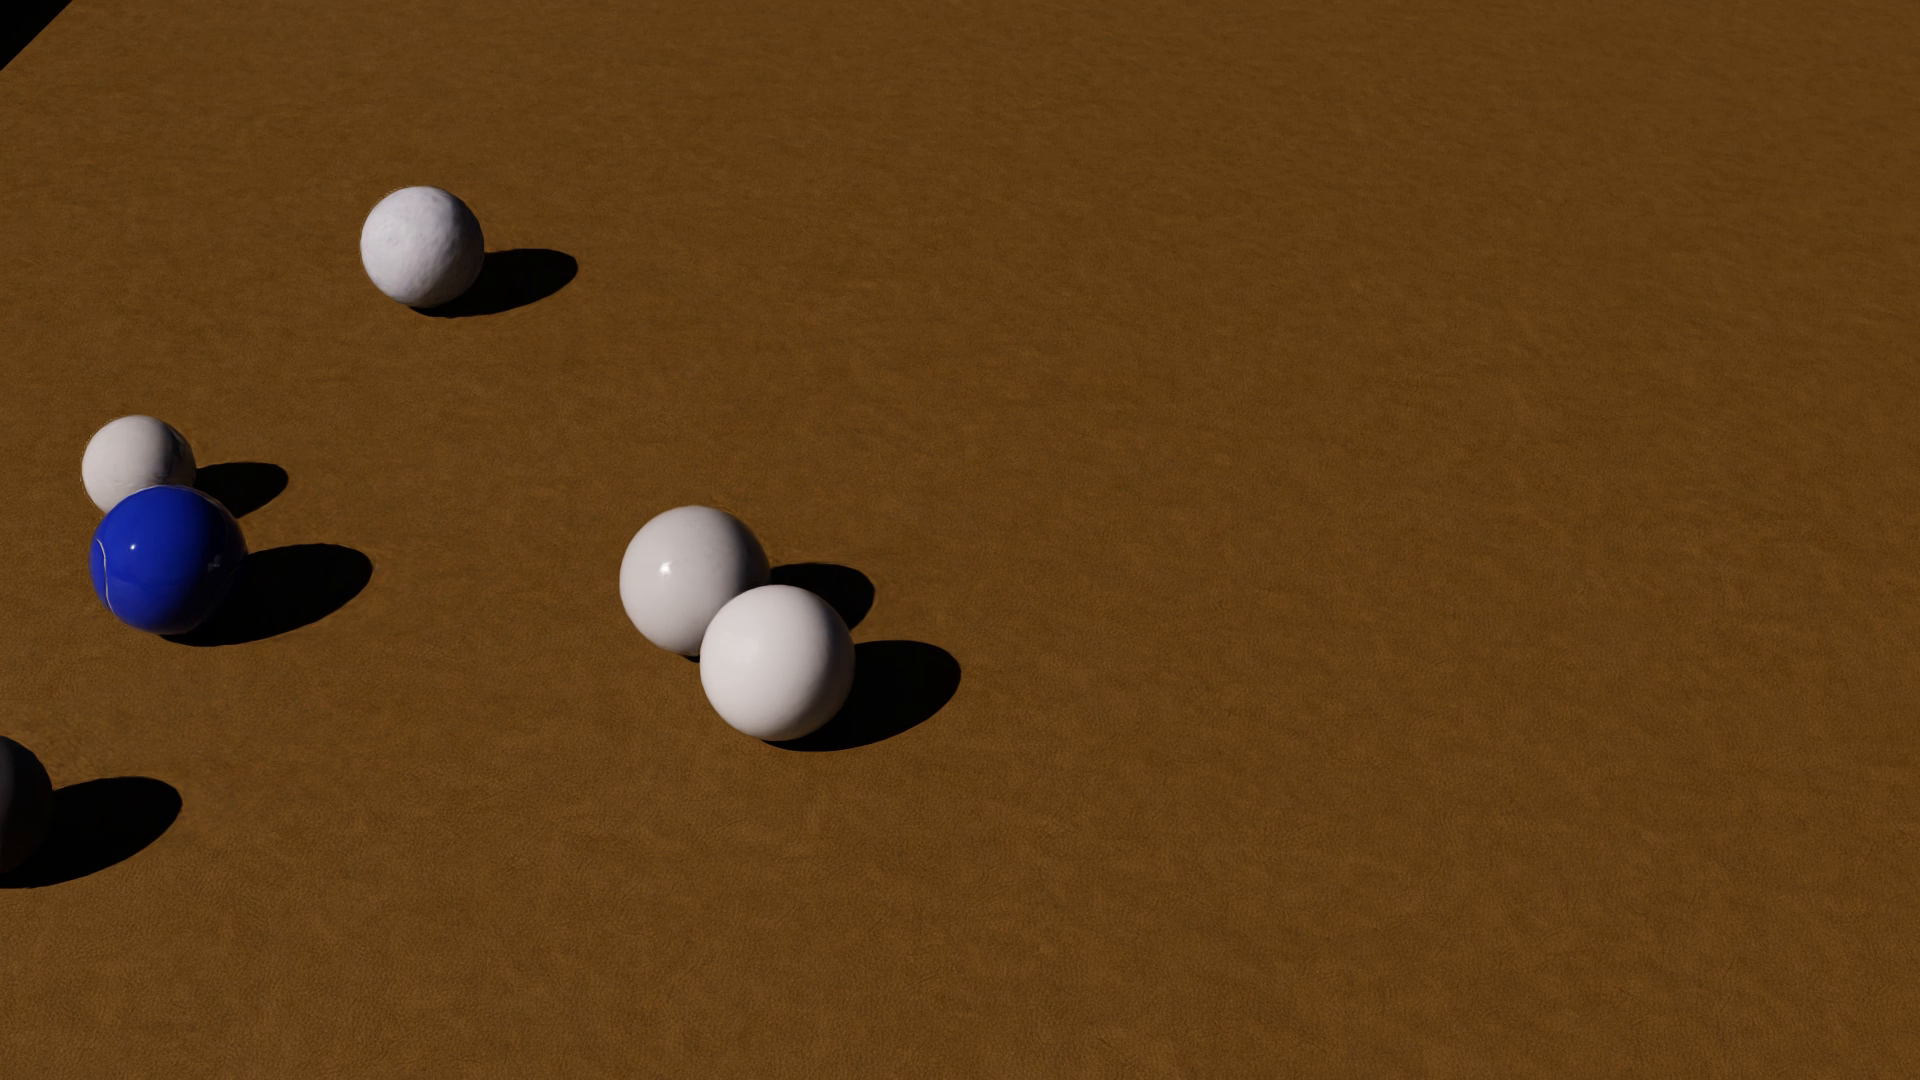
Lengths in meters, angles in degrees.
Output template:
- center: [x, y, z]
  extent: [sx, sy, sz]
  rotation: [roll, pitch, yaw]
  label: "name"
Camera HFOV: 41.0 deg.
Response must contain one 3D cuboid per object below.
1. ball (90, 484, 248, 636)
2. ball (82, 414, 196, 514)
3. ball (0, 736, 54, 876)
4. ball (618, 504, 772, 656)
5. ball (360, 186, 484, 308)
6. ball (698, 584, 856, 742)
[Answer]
- center: [-0.502, 0.013, 1.632]
  extent: [0.096, 0.096, 0.096]
  rotation: [0, 36, 0]
  label: "ball"
- center: [-0.555, -0.048, 1.735]
  extent: [0.074, 0.074, 0.074]
  rotation: [0, 36, 0]
  label: "ball"
- center: [-0.556, 0.150, 1.450]
  extent: [0.083, 0.083, 0.083]
  rotation: [0, 36, 0]
  label: "ball"
- center: [-0.167, 0.026, 1.615]
  extent: [0.095, 0.095, 0.095]
  rotation: [0, 36, 0]
  label: "ball"
- center: [-0.412, -0.224, 1.966]
  extent: [0.093, 0.093, 0.093]
  rotation: [0, 36, 0]
  label: "ball"
- center: [-0.110, 0.074, 1.547]
  extent: [0.095, 0.095, 0.095]
  rotation: [0, 36, 0]
  label: "ball"
